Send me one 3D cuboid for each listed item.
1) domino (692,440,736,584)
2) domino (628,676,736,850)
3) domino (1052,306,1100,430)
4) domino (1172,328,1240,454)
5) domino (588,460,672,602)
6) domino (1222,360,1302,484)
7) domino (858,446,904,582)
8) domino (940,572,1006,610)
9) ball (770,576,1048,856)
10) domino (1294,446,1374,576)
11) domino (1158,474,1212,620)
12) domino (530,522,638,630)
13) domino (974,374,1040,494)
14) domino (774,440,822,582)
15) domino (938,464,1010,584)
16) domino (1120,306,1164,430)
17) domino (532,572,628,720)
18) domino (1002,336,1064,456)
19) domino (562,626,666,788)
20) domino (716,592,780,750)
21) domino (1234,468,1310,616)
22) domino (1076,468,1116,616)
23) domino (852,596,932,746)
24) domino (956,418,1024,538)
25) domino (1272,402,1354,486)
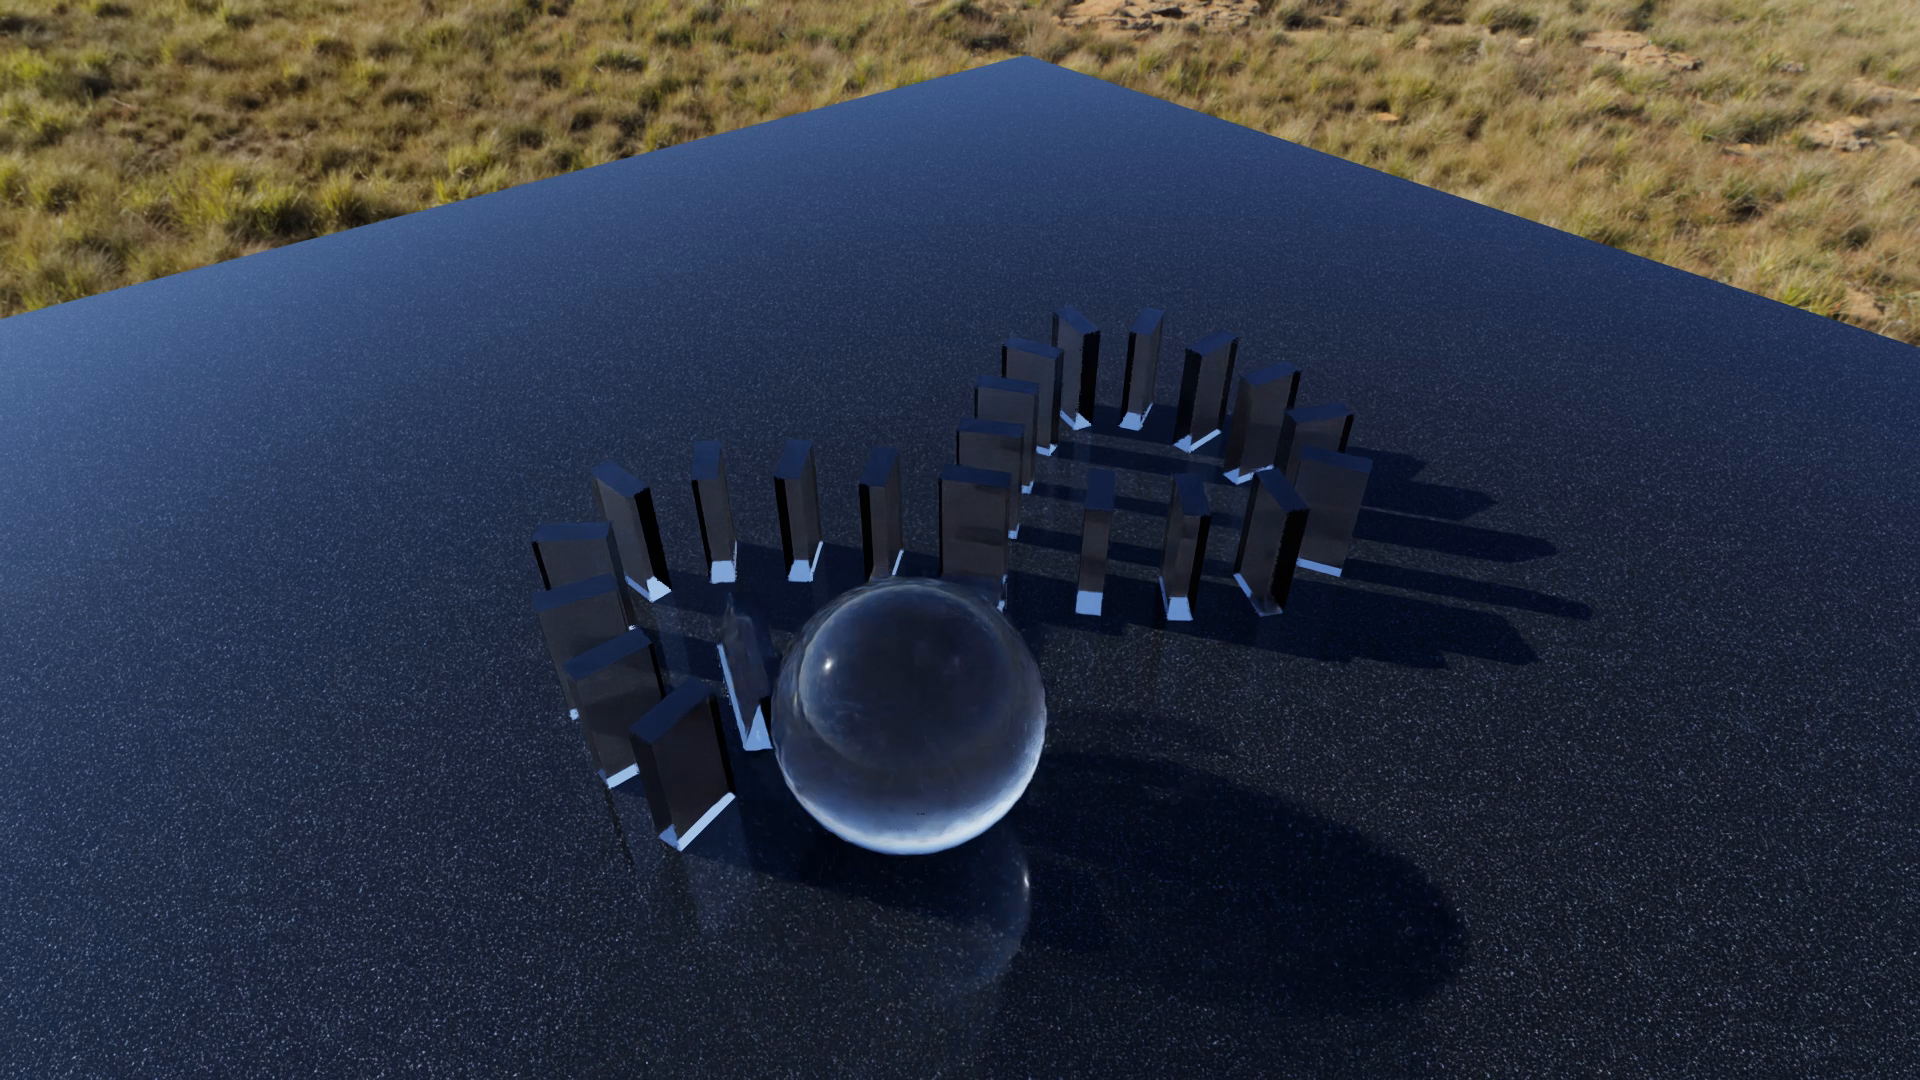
[{"bbox_3d":[-0.094,-0.011,0.424,0.009,0.050,0.025,-5,40,-6],"label":"domino"},{"bbox_3d":[-0.082,0.067,0.329,0.010,0.050,0.025,23,45,26],"label":"domino"},{"bbox_3d":[0.052,-0.079,0.508,0.009,0.050,0.025,-18,43,-20],"label":"domino"},{"bbox_3d":[0.110,-0.066,0.493,0.025,0.050,0.010,-31,49,-32],"label":"domino"},{"bbox_3d":[-0.124,-0.003,0.415,0.025,0.050,0.009,31,48,32],"label":"domino"},{"bbox_3d":[0.129,-0.050,0.472,0.025,0.050,0.010,-20,43,-23],"label":"domino"},{"bbox_3d":[-0.030,-0.008,0.421,0.009,0.050,0.025,6,40,8],"label":"domino"},{"bbox_3d":[-0.002,0.034,0.399,0.025,0.010,0.050,10,44,12],"label":"domino"},{"bbox_3d":[-0.015,0.050,0.319,0.080,0.080,0.080,0,39,0],"label":"ball"},{"bbox_3d":[0.140,-0.011,0.425,0.025,0.050,0.009,16,42,19],"label":"domino"},{"bbox_3d":[0.083,0.003,0.408,0.009,0.050,0.025,0,39,1],"label":"domino"},{"bbox_3d":[-0.133,0.016,0.391,0.025,0.050,0.009,-2,39,-3],"label":"domino"},{"bbox_3d":[0.019,-0.044,0.466,0.025,0.050,0.010,10,40,12],"label":"domino"},{"bbox_3d":[-0.062,-0.011,0.425,0.010,0.050,0.025,3,39,4],"label":"domino"},{"bbox_3d":[0.005,-0.004,0.416,0.025,0.050,0.009,8,40,10],"label":"domino"},{"bbox_3d":[0.084,-0.079,0.507,0.010,0.050,0.025,15,42,17],"label":"domino"},{"bbox_3d":[-0.123,0.036,0.368,0.025,0.050,0.010,-17,42,-20],"label":"domino"},{"bbox_3d":[0.031,-0.064,0.489,0.025,0.050,0.010,18,43,21],"label":"domino"},{"bbox_3d":[-0.106,0.053,0.346,0.025,0.050,0.009,-28,47,-30],"label":"domino"},{"bbox_3d":[-0.071,0.044,0.374,0.009,0.025,0.050,2,38,-27],"label":"domino"},{"bbox_3d":[0.115,0.001,0.410,0.009,0.050,0.025,-9,40,-10],"label":"domino"},{"bbox_3d":[0.050,0.001,0.410,0.010,0.050,0.025,6,40,7],"label":"domino"},{"bbox_3d":[-0.023,0.044,0.375,0.025,0.010,0.050,-3,59,4],"label":"domino"},{"bbox_3d":[0.012,-0.024,0.441,0.025,0.050,0.009,7,40,9],"label":"domino"},{"bbox_3d":[0.142,-0.031,0.449,0.025,0.050,0.009,-9,40,-11],"label":"domino"}]
